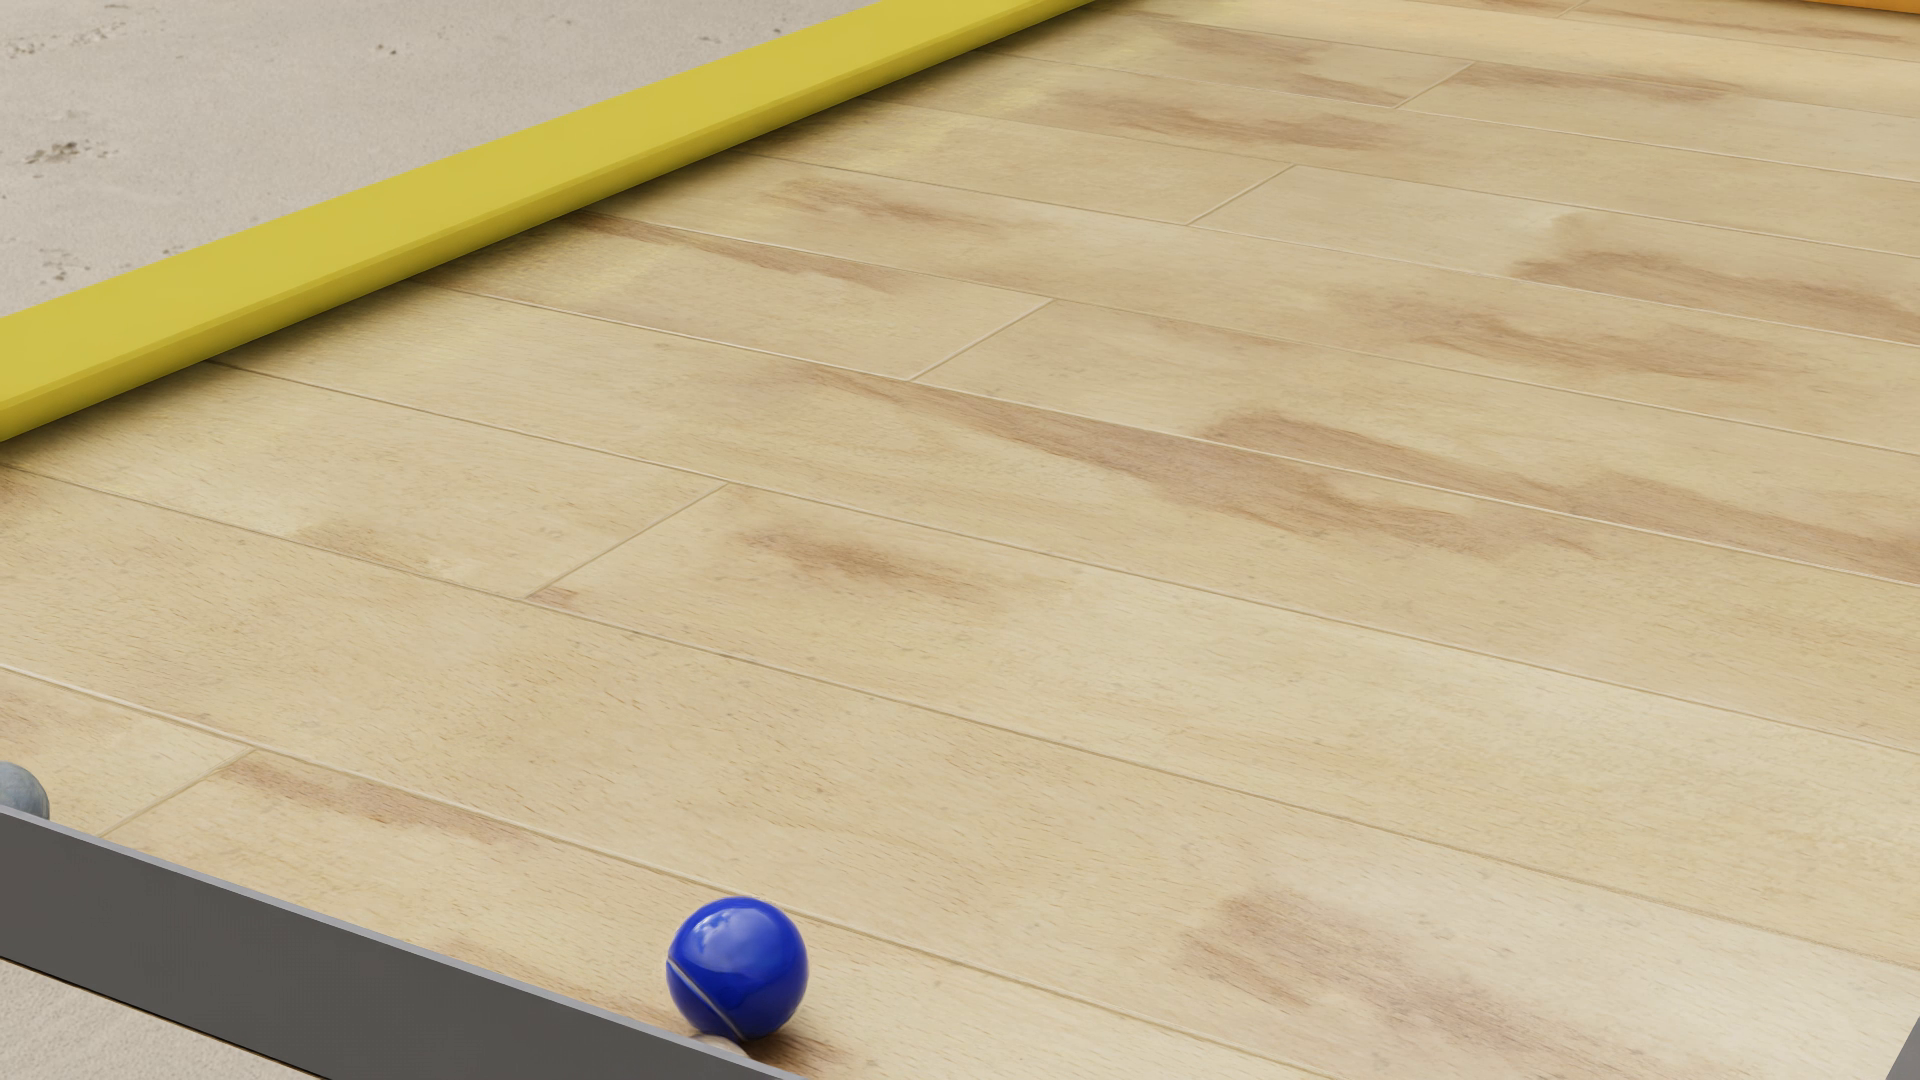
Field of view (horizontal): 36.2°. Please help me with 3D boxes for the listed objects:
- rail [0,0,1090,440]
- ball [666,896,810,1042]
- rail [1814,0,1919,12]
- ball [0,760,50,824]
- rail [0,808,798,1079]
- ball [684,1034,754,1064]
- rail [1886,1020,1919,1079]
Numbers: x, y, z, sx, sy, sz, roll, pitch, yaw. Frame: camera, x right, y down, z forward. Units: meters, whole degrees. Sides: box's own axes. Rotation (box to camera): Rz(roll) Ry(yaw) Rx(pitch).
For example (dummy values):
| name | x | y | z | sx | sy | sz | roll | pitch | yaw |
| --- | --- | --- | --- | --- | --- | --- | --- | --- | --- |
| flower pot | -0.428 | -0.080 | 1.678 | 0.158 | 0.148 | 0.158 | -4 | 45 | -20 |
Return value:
| name | x | y | z | sx | sy | sz | roll | pitch | yaw |
| --- | --- | --- | --- | --- | --- | --- | --- | --- | --- |
| rail | -0.287 | -0.397 | 2.885 | 0.045 | 0.094 | 2.754 | 13 | 26 | 28 |
| ball | -0.111 | 0.215 | 1.472 | 0.072 | 0.072 | 0.072 | 0 | 23 | 0 |
| rail | 1.039 | -0.705 | 3.611 | 1.529 | 0.094 | 0.045 | 13 | 26 | 28 |
| ball | -0.537 | 0.153 | 1.633 | 0.061 | 0.061 | 0.061 | 0 | 23 | 0 |
| rail | -0.338 | 0.205 | 1.465 | 1.529 | 0.094 | 0.045 | 13 | 26 | 28 |
| ball | -0.120 | 0.259 | 1.396 | 0.050 | 0.050 | 0.050 | 0 | 23 | 0 |
| rail | 0.988 | -0.103 | 2.191 | 0.045 | 0.094 | 2.754 | 13 | 26 | 28 |
